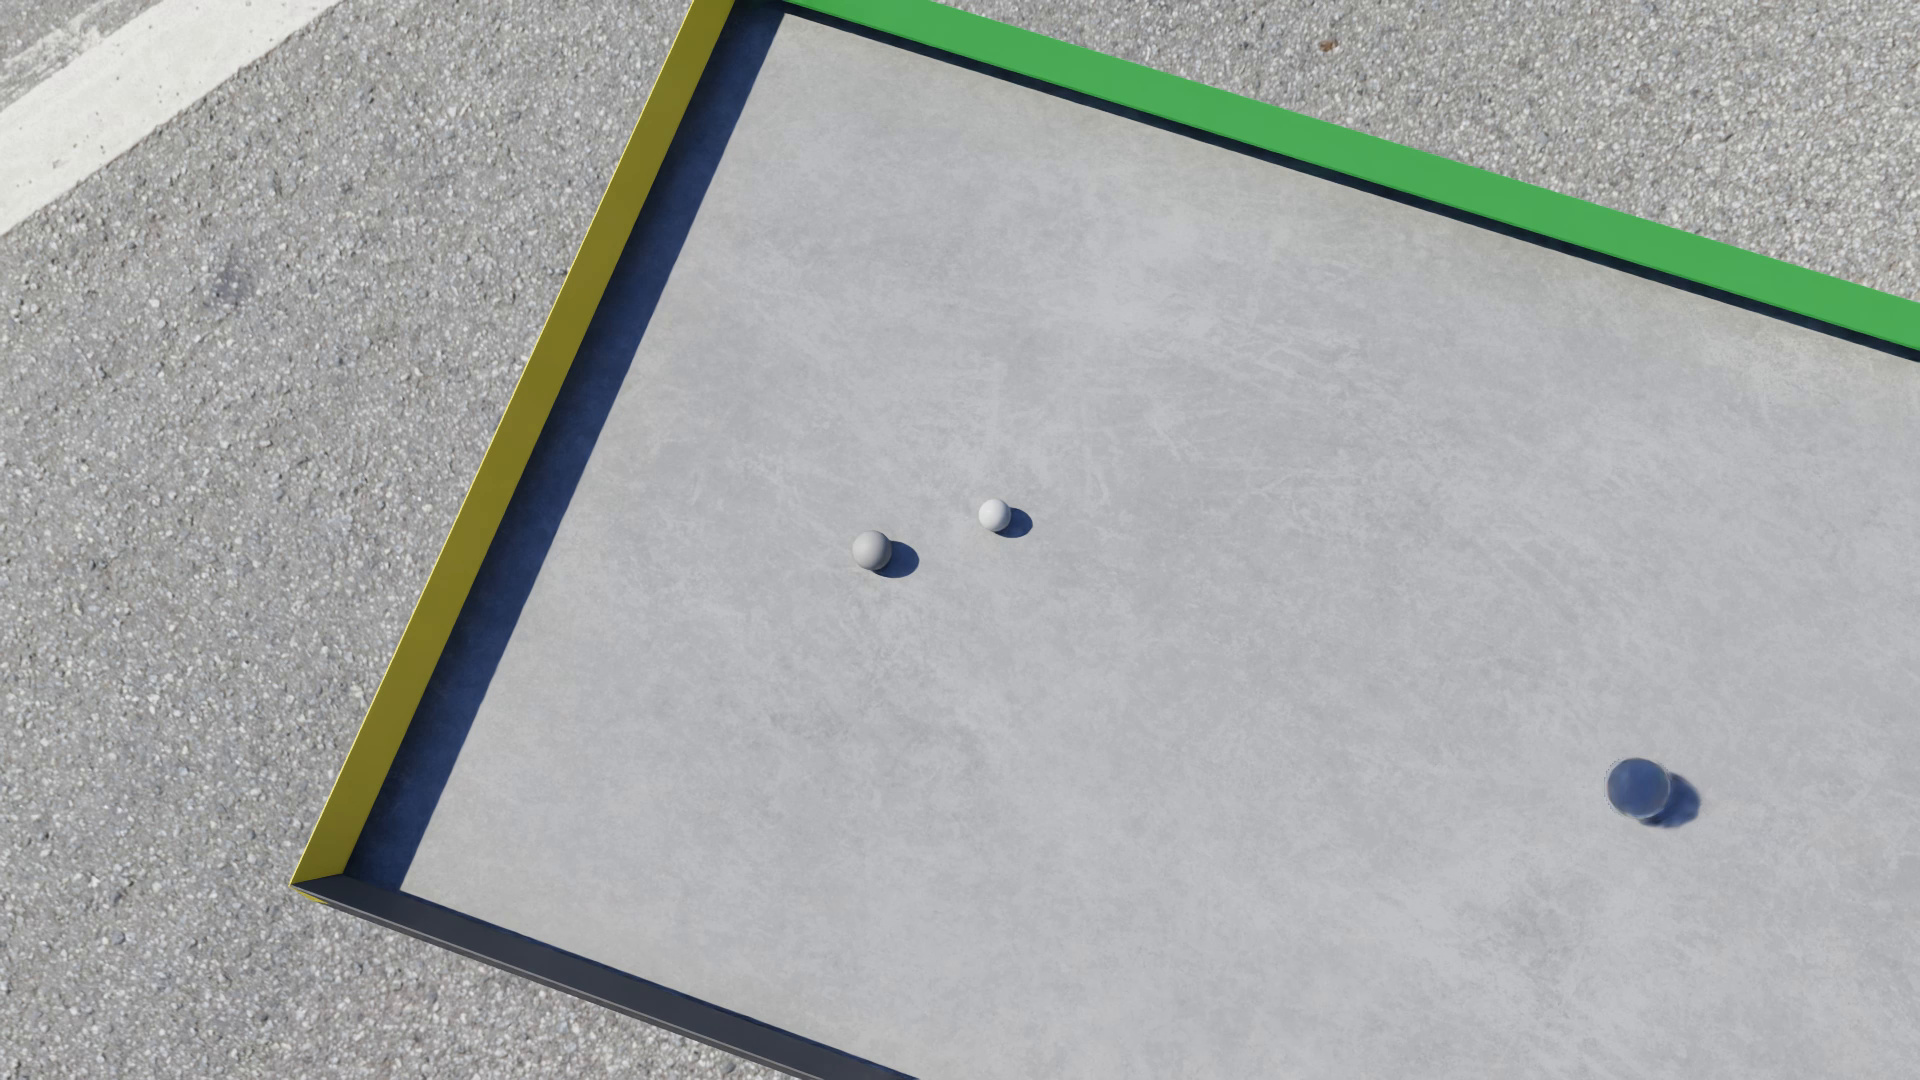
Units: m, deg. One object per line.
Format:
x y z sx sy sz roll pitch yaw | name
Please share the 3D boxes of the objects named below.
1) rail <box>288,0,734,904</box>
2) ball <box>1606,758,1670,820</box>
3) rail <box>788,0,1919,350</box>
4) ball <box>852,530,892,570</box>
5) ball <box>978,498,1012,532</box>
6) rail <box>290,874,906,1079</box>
-0.661 -0.231 3.481 0.045 0.120 1.699 18 72 6 | rail
1.014 0.371 3.285 0.092 0.092 0.092 0 71 0 | ball
0.959 -0.517 3.581 2.900 0.120 0.045 18 72 6 | rail
-0.137 0.016 3.425 0.063 0.063 0.063 0 71 0 | ball
0.055 -0.039 3.451 0.052 0.052 0.052 0 71 0 | ball
0.408 0.952 3.066 2.900 0.120 0.045 18 72 6 | rail
